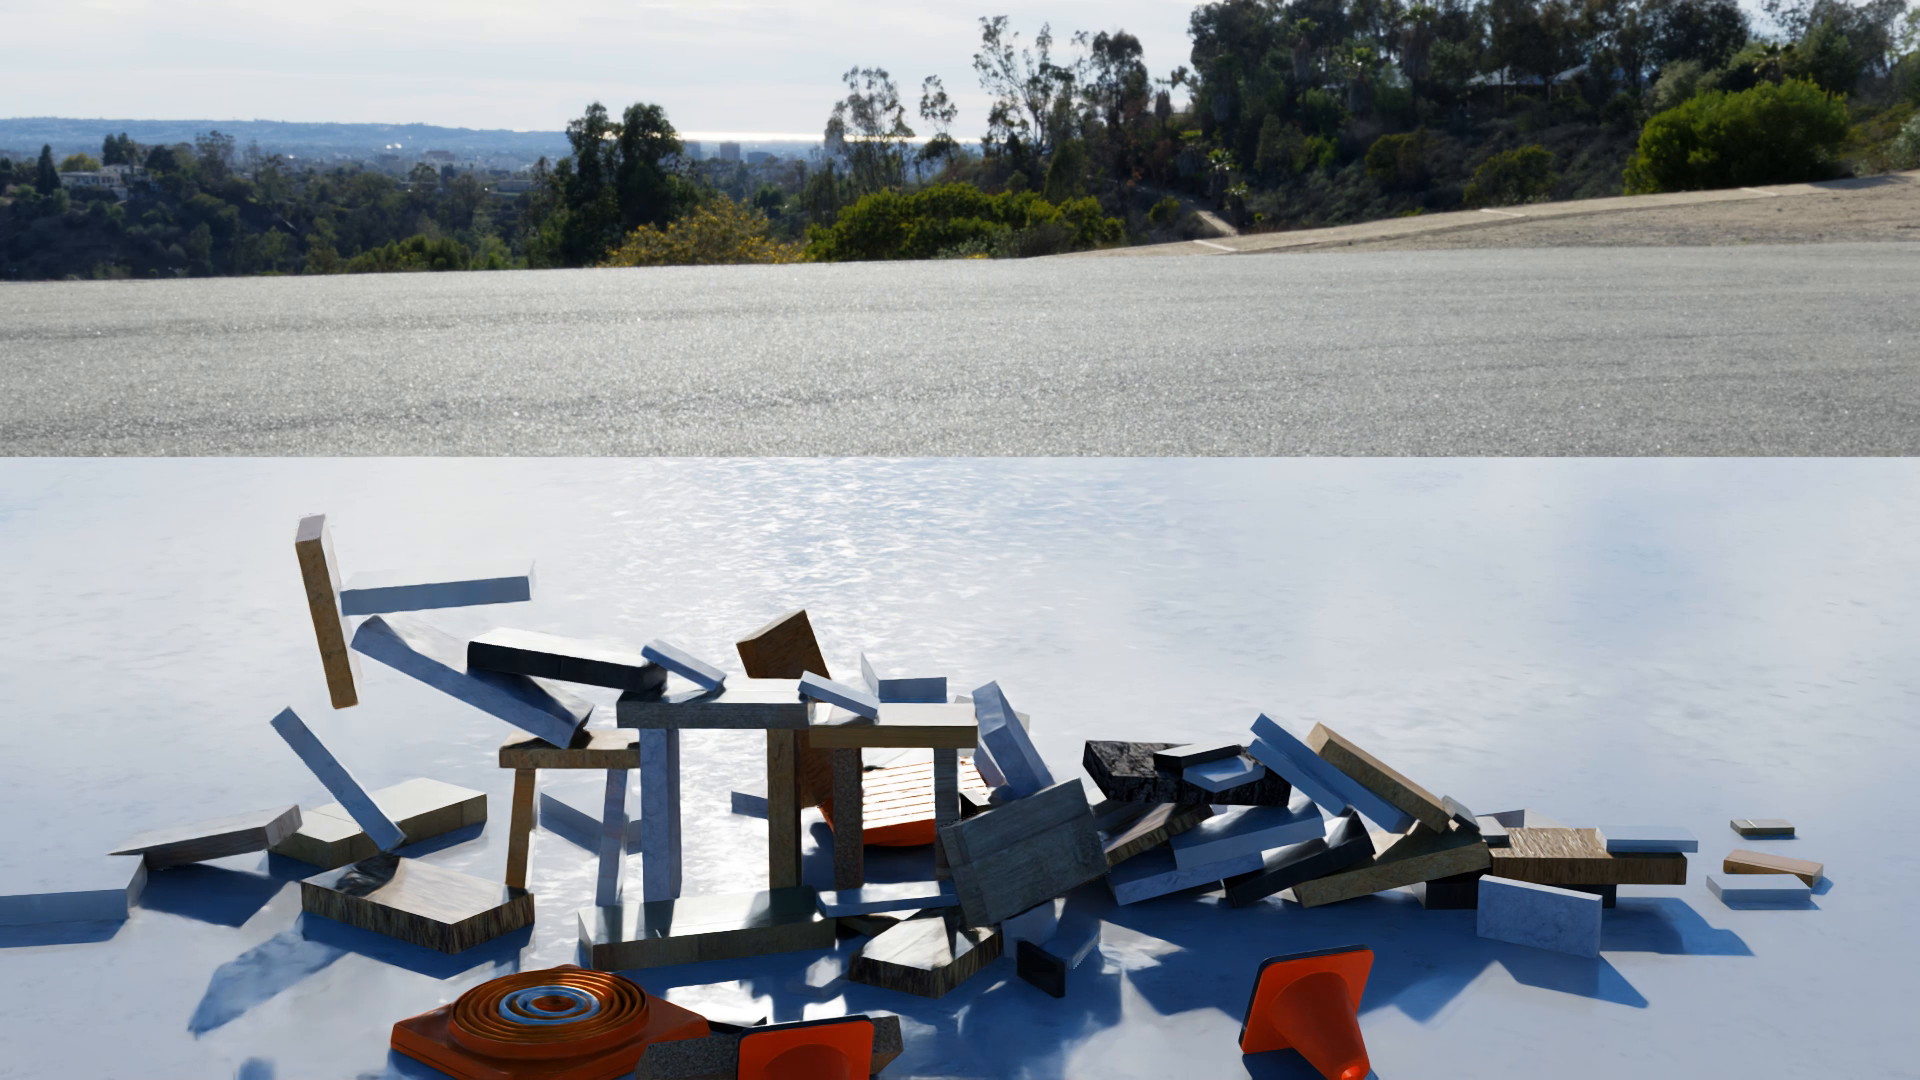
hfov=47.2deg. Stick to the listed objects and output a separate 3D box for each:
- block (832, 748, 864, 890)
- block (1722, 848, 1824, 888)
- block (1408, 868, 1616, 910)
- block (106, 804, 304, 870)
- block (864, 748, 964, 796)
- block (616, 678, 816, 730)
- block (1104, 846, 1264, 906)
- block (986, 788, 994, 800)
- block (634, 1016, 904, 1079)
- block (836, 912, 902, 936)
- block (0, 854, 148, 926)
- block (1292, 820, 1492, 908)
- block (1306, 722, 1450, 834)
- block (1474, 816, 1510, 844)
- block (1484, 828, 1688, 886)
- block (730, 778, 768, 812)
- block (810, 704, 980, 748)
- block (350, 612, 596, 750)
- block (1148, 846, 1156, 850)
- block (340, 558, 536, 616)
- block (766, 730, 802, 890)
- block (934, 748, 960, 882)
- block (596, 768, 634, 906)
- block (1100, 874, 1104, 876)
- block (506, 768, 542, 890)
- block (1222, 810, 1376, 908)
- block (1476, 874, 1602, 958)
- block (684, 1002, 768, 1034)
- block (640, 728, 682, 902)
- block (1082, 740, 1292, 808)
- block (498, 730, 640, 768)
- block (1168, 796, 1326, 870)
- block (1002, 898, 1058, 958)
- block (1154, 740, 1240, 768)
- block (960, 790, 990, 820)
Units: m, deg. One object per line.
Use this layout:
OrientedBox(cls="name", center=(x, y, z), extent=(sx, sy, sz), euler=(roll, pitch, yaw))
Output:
OrientedBox(cls="block", center=(-0.185, 0.456, 3.648), extent=(0.039, 0.272, 0.136), euler=(0, 11, 1))
OrientedBox(cls="block", center=(1.393, 0.561, 3.767), extent=(0.148, 0.021, 0.074), euler=(7, 13, 33))
OrientedBox(cls="block", center=(0.915, 0.567, 3.669), extent=(0.313, 0.044, 0.157), euler=(0, 11, -1))
OrientedBox(cls="block", center=(-1.299, 0.516, 3.788), extent=(0.286, 0.041, 0.143), euler=(-10, 7, 7))
OrientedBox(cls="block", center=(-0.047, 0.437, 4.369), extent=(0.156, 0.044, 0.311), euler=(5, 12, 25))
OrientedBox(cls="block", center=(-0.396, 0.268, 3.599), extent=(0.308, 0.044, 0.154), euler=(0, 11, 1))
OrientedBox(cls="block", center=(0.370, 0.543, 3.664), extent=(0.249, 0.035, 0.125), euler=(-14, 10, -3))
OrientedBox(cls="block", center=(0.061, 0.501, 3.776), extent=(0.026, 0.093, 0.186), euler=(-6, 13, 8))
OrientedBox(cls="block", center=(-0.250, 0.675, 2.860), extent=(0.324, 0.046, 0.162), euler=(-3, -23, -16))
OrientedBox(cls="block", center=(-0.147, 0.603, 3.491), extent=(0.067, 0.019, 0.134), euler=(3, 3, -33))
OrientedBox(cls="block", center=(-1.533, 0.577, 3.603), extent=(0.353, 0.050, 0.176), euler=(-2, 11, -10))
OrientedBox(cls="block", center=(0.709, 0.533, 3.669), extent=(0.313, 0.044, 0.157), euler=(-13, 10, 1))
OrientedBox(cls="block", center=(0.704, 0.399, 3.703), extent=(0.247, 0.035, 0.123), euler=(33, 7, -4))
OrientedBox(cls="block", center=(0.886, 0.487, 3.698), extent=(0.049, 0.014, 0.099), euler=(0, 11, -2))
OrientedBox(cls="block", center=(1.027, 0.525, 3.656), extent=(0.313, 0.044, 0.157), euler=(0, 11, 2))
OrientedBox(cls="block", center=(-0.344, 0.477, 4.205), extent=(0.091, 0.026, 0.182), euler=(7, 13, 34))
OrientedBox(cls="block", center=(-0.105, 0.304, 3.610), extent=(0.272, 0.039, 0.136), euler=(0, 11, 1))
OrientedBox(cls="block", center=(-0.797, 0.225, 3.616), extent=(0.384, 0.042, 0.148), euler=(26, 10, -2))
OrientedBox(cls="block", center=(0.219, 0.508, 3.996), extent=(0.301, 0.043, 0.150), euler=(3, 11, 14))
OrientedBox(cls="block", center=(-0.848, 0.076, 3.592), extent=(0.297, 0.042, 0.148), euler=(-5, 11, -6))
OrientedBox(cls="block", center=(-0.290, 0.439, 3.637), extent=(0.044, 0.308, 0.154), euler=(0, 11, 0))
OrientedBox(cls="block", center=(-0.020, 0.457, 3.638), extent=(0.039, 0.272, 0.136), euler=(-1, 10, 1))
OrientedBox(cls="block", center=(-0.571, 0.475, 3.646), extent=(0.033, 0.231, 0.116), euler=(6, 10, -3))
OrientedBox(cls="block", center=(0.196, 0.549, 3.828), extent=(0.083, 0.023, 0.166), euler=(-2, 11, -12))
OrientedBox(cls="block", center=(-0.724, 0.475, 3.648), extent=(0.033, 0.231, 0.116), euler=(6, 10, -6))
OrientedBox(cls="block", center=(0.556, 0.529, 3.643), extent=(0.249, 0.035, 0.125), euler=(-22, 10, 4))
OrientedBox(cls="block", center=(0.903, 0.587, 3.430), extent=(0.187, 0.094, 0.027), euler=(6, 12, 31))
OrientedBox(cls="block", center=(-0.333, 0.683, 3.129), extent=(0.106, 0.015, 0.053), euler=(5, 11, 23))
OrientedBox(cls="block", center=(-0.494, 0.439, 3.638), extent=(0.044, 0.308, 0.154), euler=(0, 11, 0))
OrientedBox(cls="block", center=(0.380, 0.392, 3.692), extent=(0.315, 0.045, 0.157), euler=(4, 16, -14))
OrientedBox(cls="block", center=(-0.631, 0.345, 3.622), extent=(0.231, 0.033, 0.116), euler=(0, 11, 0))
OrientedBox(cls="block", center=(0.472, 0.484, 3.647), extent=(0.249, 0.035, 0.125), euler=(-13, 10, 1))
OrientedBox(cls="block", center=(0.108, 0.600, 3.400), extent=(0.017, 0.060, 0.121), euler=(-1, 7, 37))
OrientedBox(cls="block", center=(0.395, 0.356, 3.662), extent=(0.135, 0.019, 0.067), euler=(-7, 5, -37))
OrientedBox(cls="block", center=(0.028, 0.507, 3.658), extent=(0.023, 0.166, 0.083), euler=(-6, 12, -19))
